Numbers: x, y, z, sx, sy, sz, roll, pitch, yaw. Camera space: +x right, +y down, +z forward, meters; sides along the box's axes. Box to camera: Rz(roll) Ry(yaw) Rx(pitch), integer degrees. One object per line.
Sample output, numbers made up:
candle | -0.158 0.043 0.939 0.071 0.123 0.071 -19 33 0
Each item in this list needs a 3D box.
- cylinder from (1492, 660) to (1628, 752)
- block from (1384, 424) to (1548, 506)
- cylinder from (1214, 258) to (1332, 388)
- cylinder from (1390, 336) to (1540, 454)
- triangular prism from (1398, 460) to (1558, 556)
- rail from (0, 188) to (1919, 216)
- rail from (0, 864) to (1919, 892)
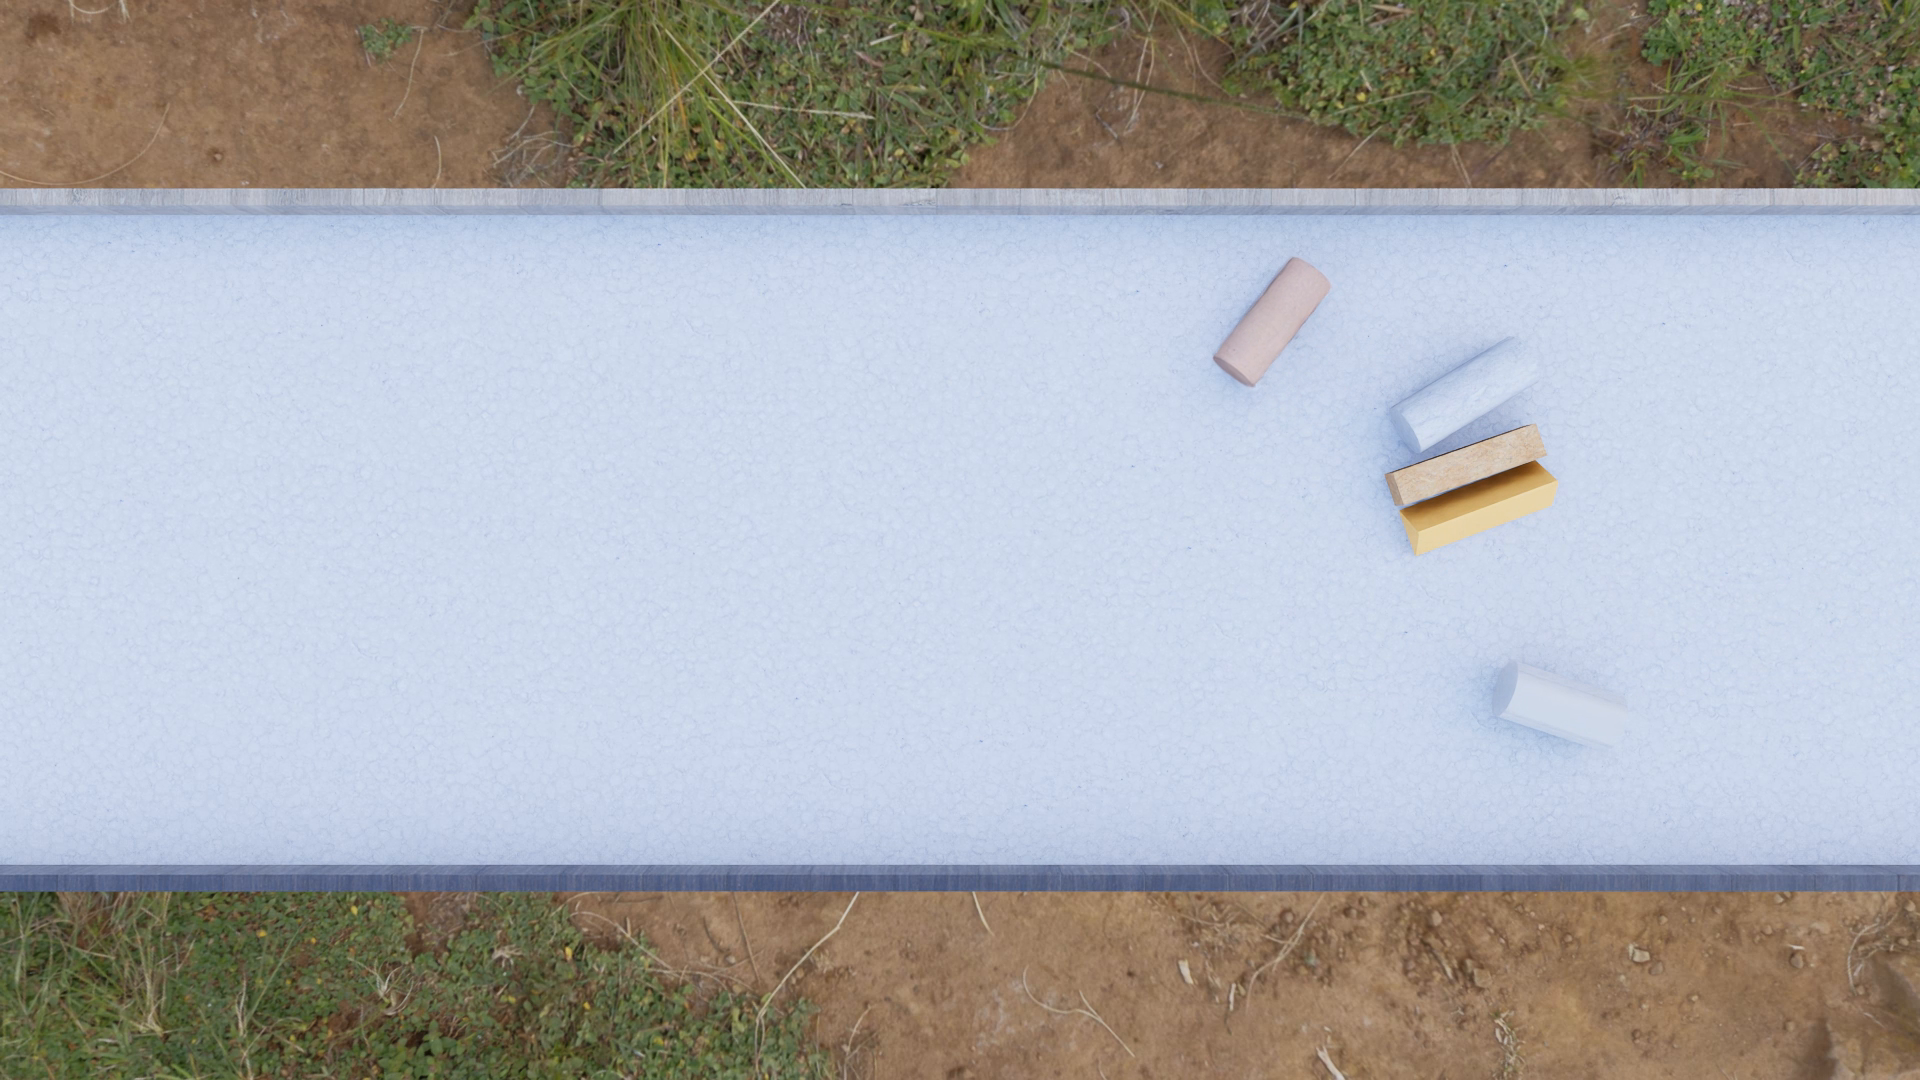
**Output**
cylinder | 1.811 0.502 4.988 0.344 0.177 0.177 18 90 0
block | 1.538 -0.229 5.025 0.457 0.103 0.103 -19 90 0
cylinder | 0.947 -0.659 5.000 0.154 0.154 0.382 38 90 0
cylinder | 1.526 -0.439 4.995 0.417 0.164 0.164 -31 90 0
triangular prism | 1.585 -0.098 5.009 0.446 0.127 0.147 -20 90 0
rail | -2.247 -1.025 5.002 12.000 0.150 0.050 0 90 0
rail | -2.247 1.025 5.001 12.000 0.150 0.050 0 90 0
